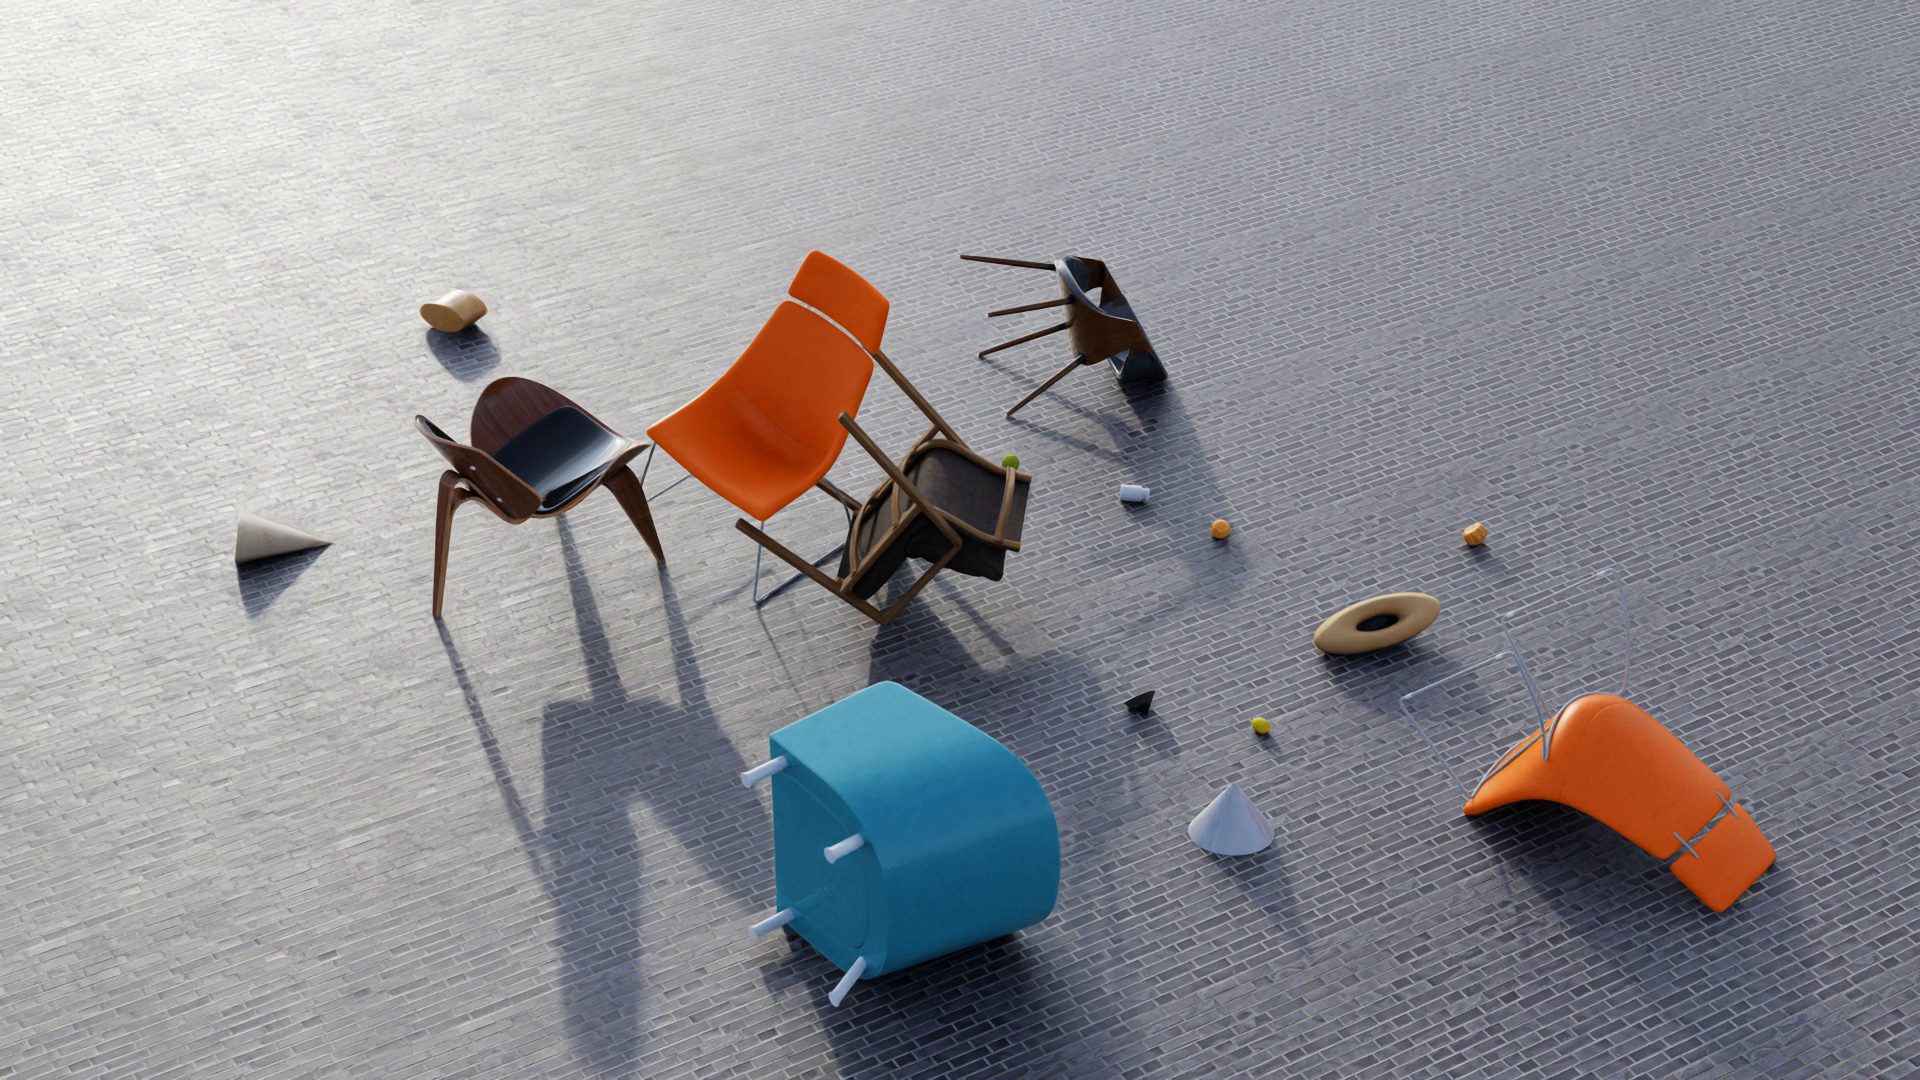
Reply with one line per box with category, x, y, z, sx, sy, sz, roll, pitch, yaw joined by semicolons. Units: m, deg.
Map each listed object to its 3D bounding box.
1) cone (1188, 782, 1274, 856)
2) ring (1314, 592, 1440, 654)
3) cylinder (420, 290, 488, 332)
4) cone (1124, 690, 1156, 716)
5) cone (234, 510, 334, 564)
cone;0.880;0.859;9.451;0.280;0.209;0.239;1;33;2
ring;1.474;0.295;10.357;0.483;0.108;0.184;-16;66;-10
cylinder;-2.121;-0.959;12.281;0.252;0.128;0.144;14;35;33
cone;0.628;0.569;10.041;0.119;0.067;0.107;-27;-13;23
cone;-2.503;-0.001;10.888;0.351;0.131;0.315;4;33;-13
